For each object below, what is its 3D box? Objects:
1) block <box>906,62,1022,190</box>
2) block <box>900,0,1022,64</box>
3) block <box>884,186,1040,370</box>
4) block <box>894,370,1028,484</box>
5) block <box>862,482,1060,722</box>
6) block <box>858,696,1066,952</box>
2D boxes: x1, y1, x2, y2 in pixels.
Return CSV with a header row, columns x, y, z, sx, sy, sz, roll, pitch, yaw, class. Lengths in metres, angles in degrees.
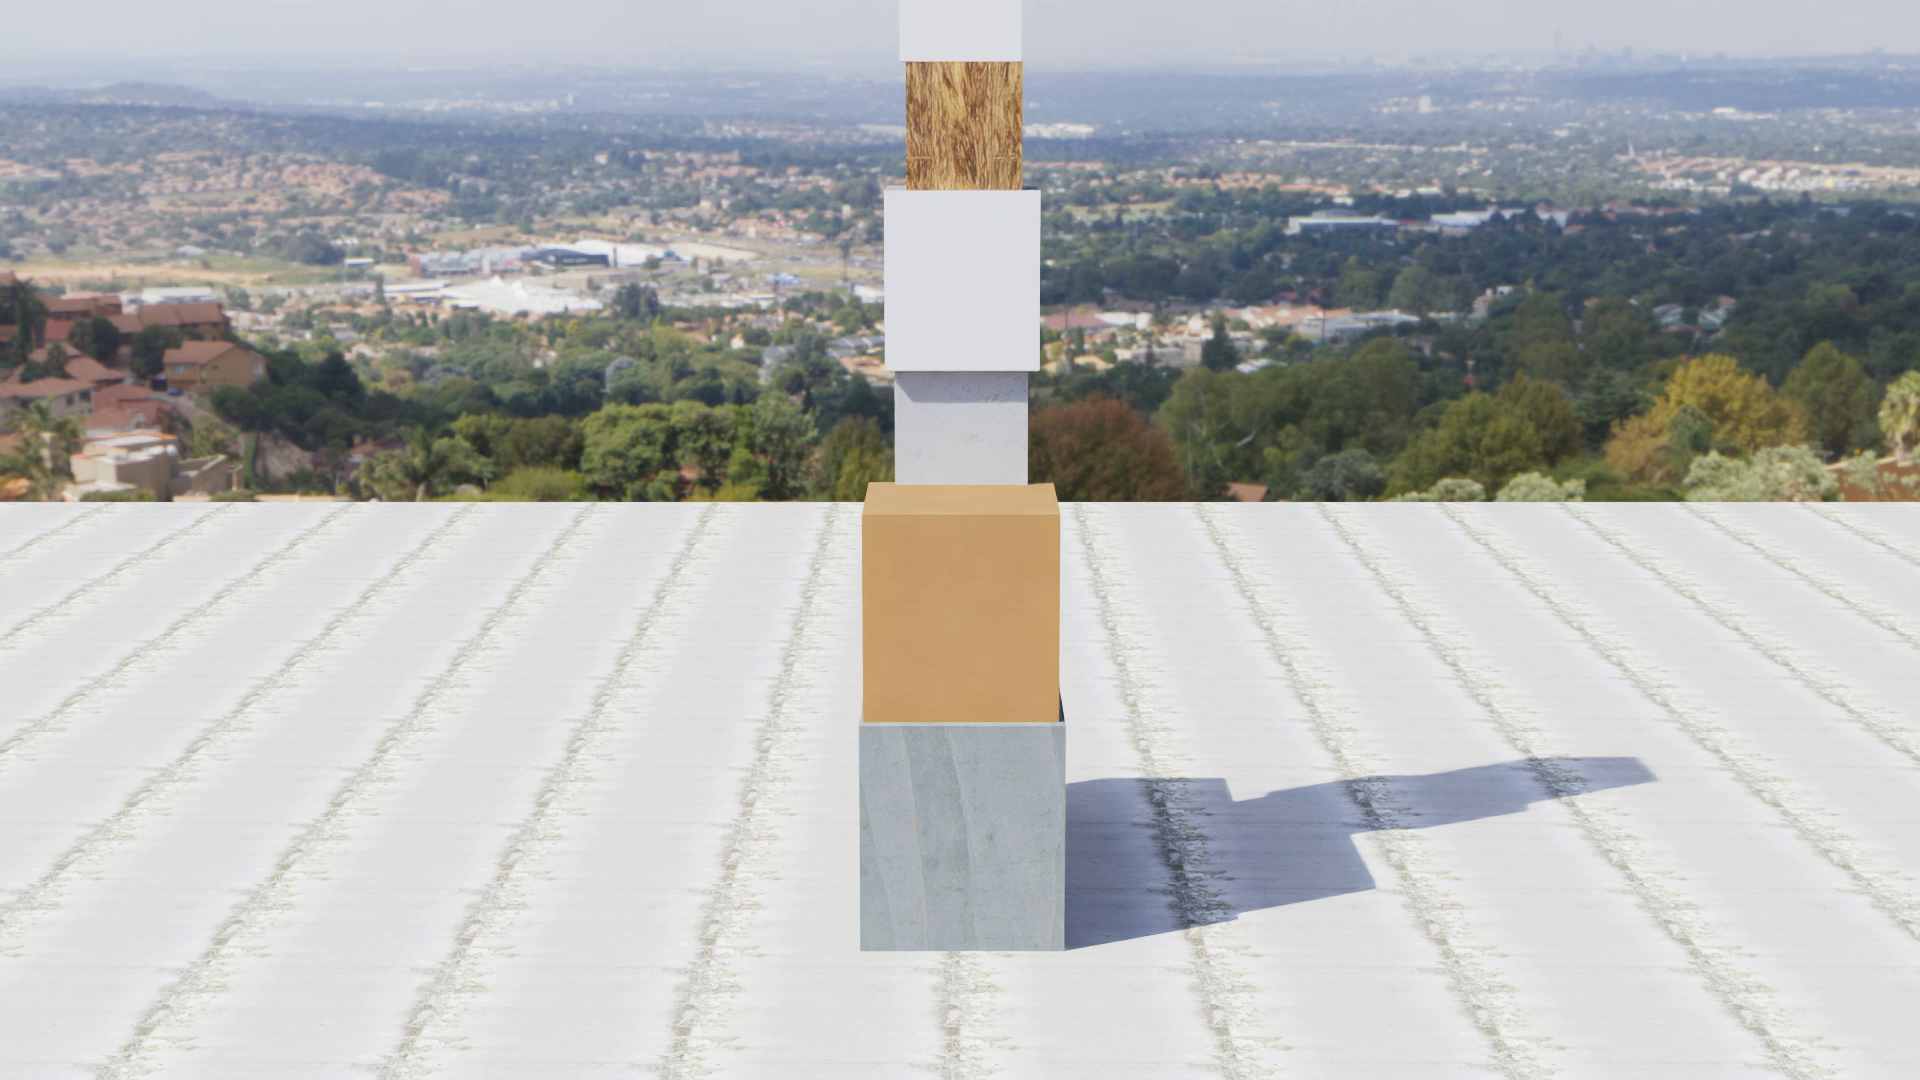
x,y,z,sx,sy,sz,roll,pitch,yaw,class
0.018,-1.757,10.879,0.482,0.528,0.485,0,10,0,block
0.002,-2.285,10.789,0.504,0.541,0.469,0,10,0,block
0.009,-1.129,10.985,0.646,0.746,0.645,0,10,0,block
0.006,-0.520,11.089,0.561,0.490,0.525,0,10,0,block
0.004,0.243,10.617,0.786,0.846,0.810,0,10,0,block
0.009,1.133,10.710,0.827,0.939,0.805,0,10,0,block
